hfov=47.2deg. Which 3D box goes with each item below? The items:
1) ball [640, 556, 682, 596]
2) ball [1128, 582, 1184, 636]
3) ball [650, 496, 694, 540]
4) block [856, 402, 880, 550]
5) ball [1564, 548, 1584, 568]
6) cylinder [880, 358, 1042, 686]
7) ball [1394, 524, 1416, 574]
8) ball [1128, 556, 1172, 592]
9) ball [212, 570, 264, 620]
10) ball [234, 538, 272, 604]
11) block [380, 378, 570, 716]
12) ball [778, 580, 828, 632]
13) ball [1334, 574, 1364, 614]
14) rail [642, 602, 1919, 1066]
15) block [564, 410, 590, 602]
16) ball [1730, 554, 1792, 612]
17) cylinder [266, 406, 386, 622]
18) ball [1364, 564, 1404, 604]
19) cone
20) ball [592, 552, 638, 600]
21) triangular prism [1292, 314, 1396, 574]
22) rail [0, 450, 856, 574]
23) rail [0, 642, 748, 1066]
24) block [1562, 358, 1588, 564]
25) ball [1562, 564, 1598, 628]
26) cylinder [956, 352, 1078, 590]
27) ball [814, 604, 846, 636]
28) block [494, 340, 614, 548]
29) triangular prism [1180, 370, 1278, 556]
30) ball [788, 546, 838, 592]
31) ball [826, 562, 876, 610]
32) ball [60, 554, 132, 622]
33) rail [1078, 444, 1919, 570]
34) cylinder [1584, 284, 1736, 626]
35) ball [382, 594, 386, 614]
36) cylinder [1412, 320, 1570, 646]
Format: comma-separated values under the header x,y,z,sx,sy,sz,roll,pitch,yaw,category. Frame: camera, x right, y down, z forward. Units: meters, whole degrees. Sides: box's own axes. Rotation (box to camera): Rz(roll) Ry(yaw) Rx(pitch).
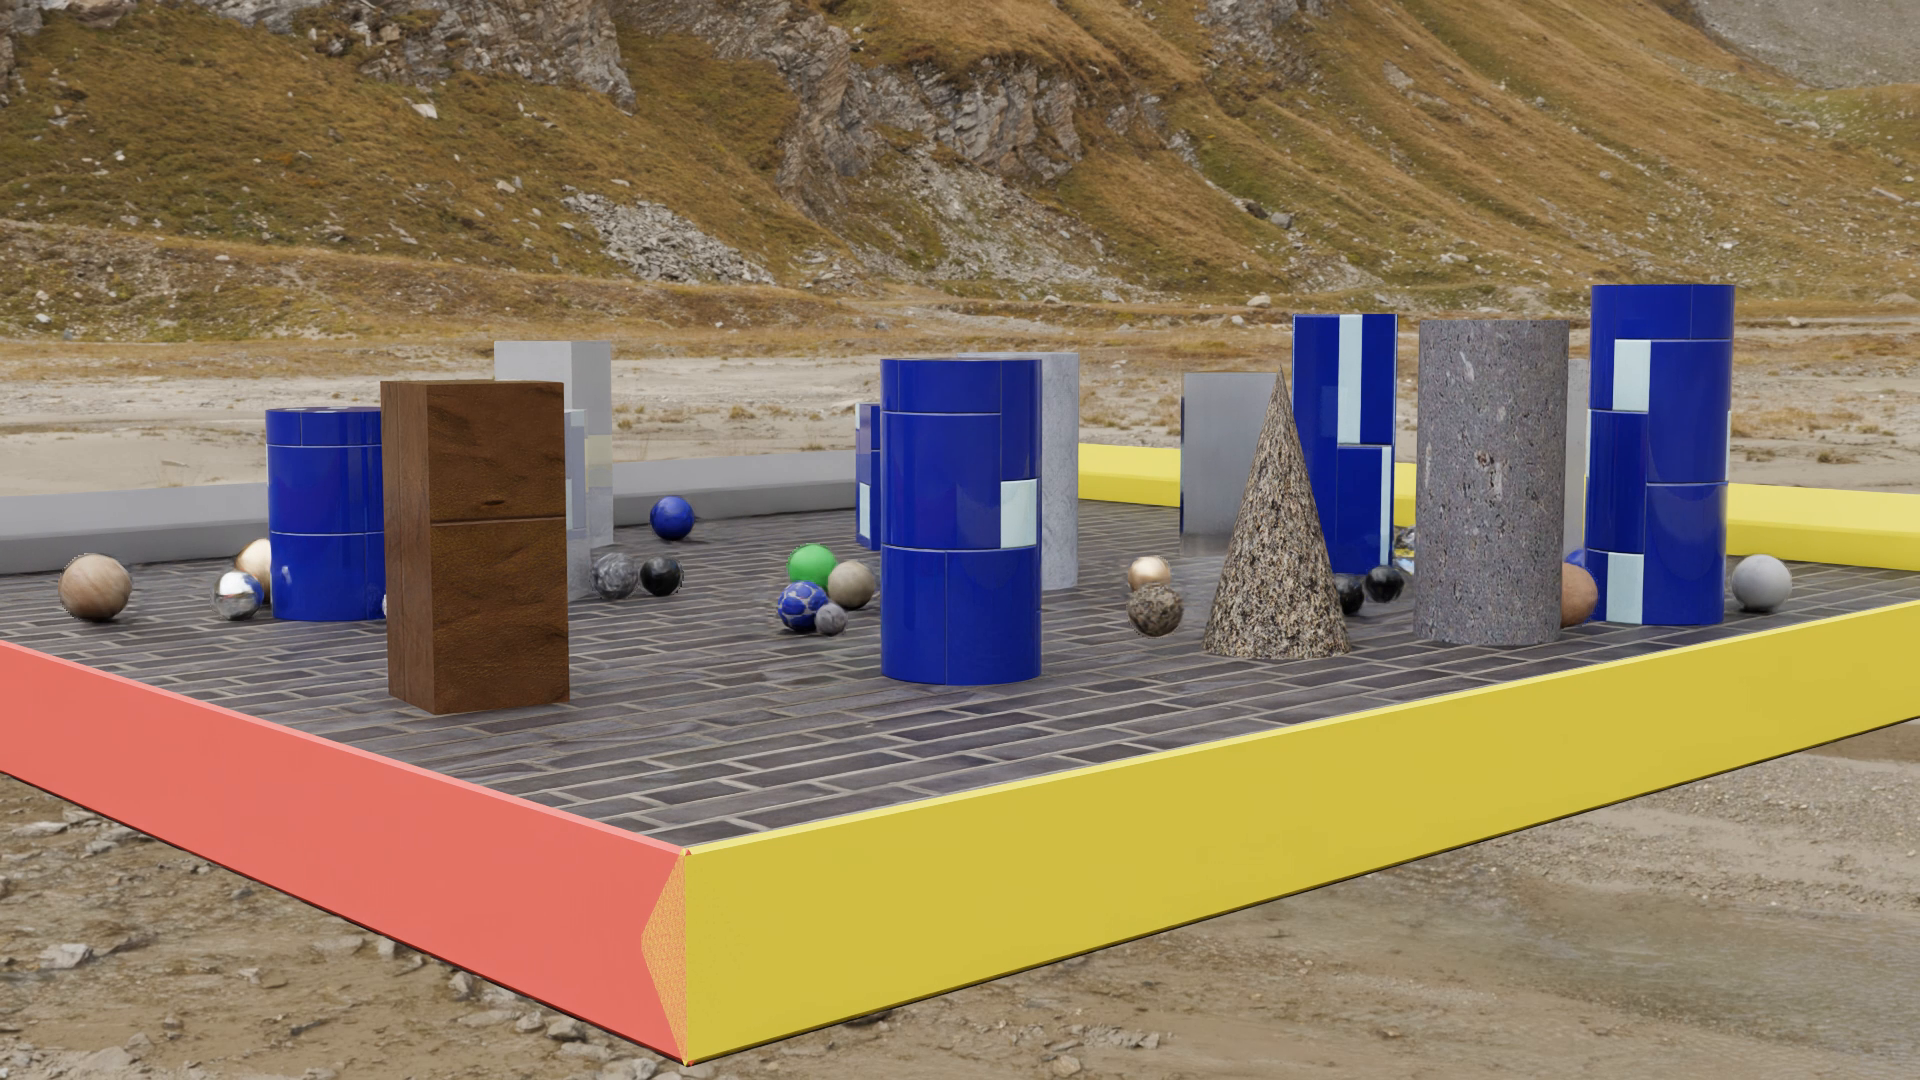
x,y,z,sx,sy,sz,roll,pitch,yaw,category
-0.469,0.056,3.444,0.064,0.064,0.064,0,6,0,ball
0.256,0.091,2.882,0.072,0.072,0.072,0,6,0,ball
-0.559,-0.042,4.275,0.086,0.086,0.086,0,6,0,ball
-0.105,-0.124,4.177,0.159,0.269,0.159,-1,6,-13,block
1.019,0.043,3.603,0.057,0.057,0.057,0,6,0,ball
0.002,-0.029,2.700,0.199,0.386,0.199,0,6,0,cylinder
0.777,0.016,3.720,0.087,0.087,0.087,0,6,0,ball
0.294,0.058,3.409,0.067,0.067,0.067,0,6,0,ball
-1.042,0.080,3.171,0.072,0.072,0.072,0,6,0,ball
-1.056,0.047,3.354,0.099,0.099,0.099,0,6,0,ball
-0.556,0.001,2.519,0.159,0.364,0.159,-4,7,-32,block
-0.218,0.092,3.058,0.072,0.072,0.072,0,6,0,ball
0.565,0.080,3.233,0.059,0.059,0.059,0,6,0,ball
0.932,0.138,2.327,3.019,0.129,0.045,-5,8,-42,rail
-0.674,-0.053,3.397,0.159,0.290,0.159,1,6,8,block
1.190,0.064,3.269,0.084,0.084,0.084,0,6,0,ball
-0.916,-0.042,3.241,0.199,0.301,0.199,0,6,0,cylinder
0.647,0.067,3.356,0.059,0.059,0.059,0,6,0,ball
0.419,-0.045,2.898,0.199,0.378,0.199,0,6,0,cone
-0.535,0.056,3.405,0.072,0.072,0.072,0,6,0,ball
0.668,-0.169,3.791,0.172,0.439,0.149,2,6,16,triangular prism
-0.932,-0.071,4.337,3.019,0.129,0.045,-5,8,-42,rail
-1.092,0.138,2.330,0.045,0.129,2.797,-5,8,-42,rail
0.925,-0.119,3.664,0.159,0.365,0.159,-2,6,-23,block
0.855,0.078,3.104,0.090,0.090,0.090,0,6,0,ball
0.094,-0.116,3.585,0.199,0.376,0.199,0,6,0,cylinder
-0.178,0.110,3.020,0.044,0.044,0.044,0,6,0,ball
-0.764,-0.181,4.146,0.159,0.389,0.159,2,6,18,block
0.487,-0.144,4.059,0.172,0.334,0.149,0,6,0,triangular prism
-0.231,0.047,3.458,0.078,0.078,0.078,0,6,0,ball
-0.163,0.068,3.288,0.072,0.072,0.072,0,6,0,ball
-1.243,0.069,3.165,0.096,0.096,0.096,0,6,0,ball
1.092,-0.071,4.334,0.045,0.129,2.797,-5,8,-42,rail
1.011,-0.127,3.187,0.199,0.481,0.199,0,6,0,cylinder
-0.808,0.092,3.166,0.049,0.049,0.049,0,6,0,ball
0.726,-0.084,3.011,0.199,0.432,0.199,0,6,0,cylinder
